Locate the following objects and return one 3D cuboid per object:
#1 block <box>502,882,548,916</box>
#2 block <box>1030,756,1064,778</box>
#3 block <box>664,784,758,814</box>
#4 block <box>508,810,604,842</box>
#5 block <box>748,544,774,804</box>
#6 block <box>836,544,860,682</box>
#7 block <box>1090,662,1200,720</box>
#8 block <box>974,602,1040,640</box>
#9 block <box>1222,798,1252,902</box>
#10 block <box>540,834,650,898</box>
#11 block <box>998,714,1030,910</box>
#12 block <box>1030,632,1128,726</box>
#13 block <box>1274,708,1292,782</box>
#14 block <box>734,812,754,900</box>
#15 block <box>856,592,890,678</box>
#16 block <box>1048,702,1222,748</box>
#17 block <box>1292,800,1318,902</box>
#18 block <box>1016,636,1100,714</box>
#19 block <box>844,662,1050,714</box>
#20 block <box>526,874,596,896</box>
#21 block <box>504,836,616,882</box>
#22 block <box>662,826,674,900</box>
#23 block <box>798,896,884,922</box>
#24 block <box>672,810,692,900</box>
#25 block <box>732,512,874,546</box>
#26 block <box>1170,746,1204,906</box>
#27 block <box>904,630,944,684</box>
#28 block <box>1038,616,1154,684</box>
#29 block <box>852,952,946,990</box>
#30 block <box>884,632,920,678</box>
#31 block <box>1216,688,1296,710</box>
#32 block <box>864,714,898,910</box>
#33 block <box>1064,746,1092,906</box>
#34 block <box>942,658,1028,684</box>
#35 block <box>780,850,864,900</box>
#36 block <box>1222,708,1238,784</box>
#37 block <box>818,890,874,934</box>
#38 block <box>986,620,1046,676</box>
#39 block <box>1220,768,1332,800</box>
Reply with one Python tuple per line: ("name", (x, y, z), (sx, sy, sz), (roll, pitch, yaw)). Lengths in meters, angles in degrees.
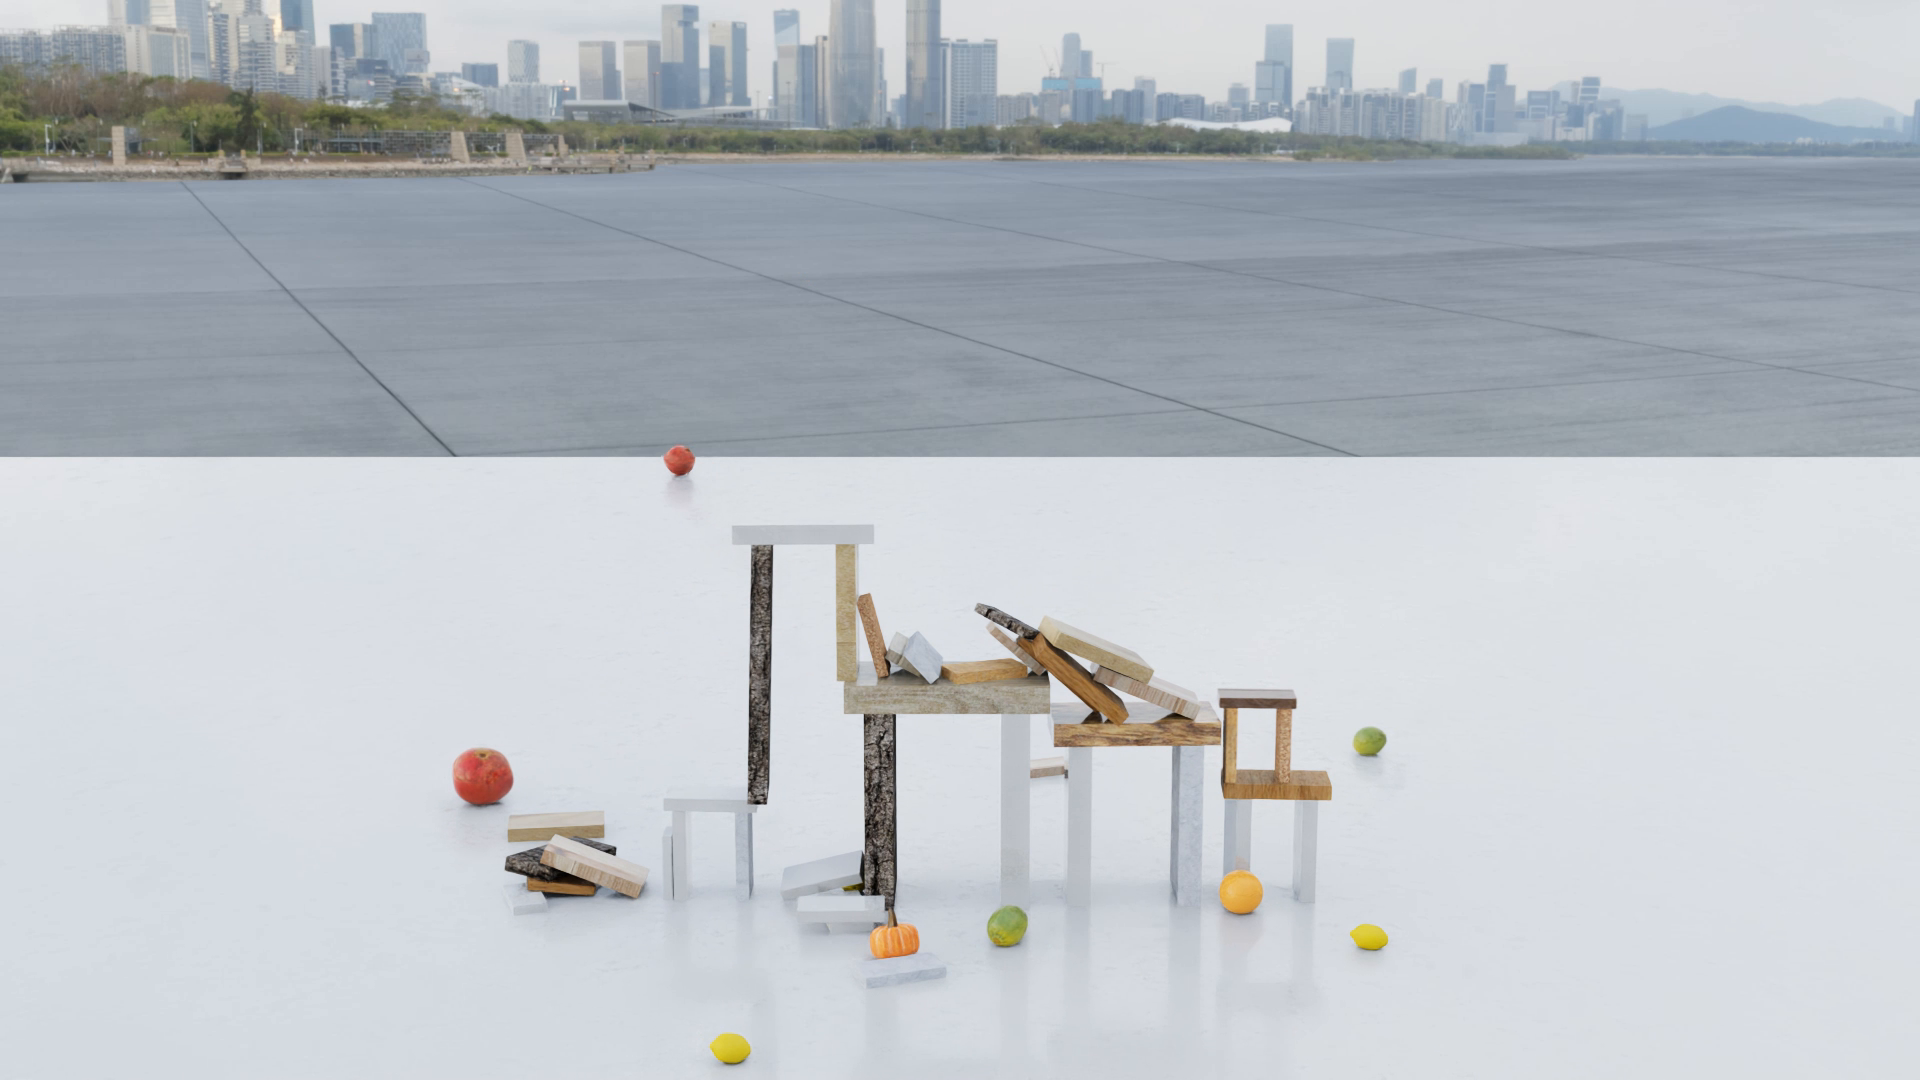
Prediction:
("block", (-0.717, 0.591, 3.623), (0.055, 0.016, 0.110), (-4, 11, -20))
("block", (0.159, 0.452, 4.362), (0.126, 0.018, 0.063), (-4, 11, -22))
("block", (-0.410, 0.428, 3.636), (0.153, 0.022, 0.077), (2, 11, -1))
("block", (-0.731, 0.519, 3.986), (0.171, 0.024, 0.086), (-2, 11, -9))
("block", (-0.326, 0.209, 3.591), (0.032, 0.429, 0.113), (1, 11, -3))
("block", (-0.183, 0.107, 3.581), (0.032, 0.226, 0.113), (0, 11, 0))
("block", (0.303, 0.240, 3.606), (0.179, 0.025, 0.090), (22, 10, -4))
("block", (0.080, 0.135, 3.611), (0.109, 0.015, 0.054), (27, 6, 34))
("block", (0.460, 0.504, 3.654), (0.025, 0.175, 0.088), (-1, 11, -6))
("block", (-0.609, 0.545, 3.678), (0.171, 0.024, 0.085), (21, 9, -2))
("block", (0.090, 0.427, 3.640), (0.047, 0.331, 0.166), (0, 11, 0))
("block", (0.193, 0.224, 3.556), (0.179, 0.025, 0.090), (40, 8, -11))
("block", (0.533, 0.331, 3.625), (0.018, 0.125, 0.063), (0, 11, 1))
("block", (-0.359, 0.514, 3.659), (0.022, 0.153, 0.077), (0, 11, 0))
("block", (-0.140, 0.155, 3.589), (0.018, 0.128, 0.064), (-15, 10, 5))
("block", (0.285, 0.303, 3.622), (0.272, 0.039, 0.136), (0, 11, -2))
("block", (0.573, 0.504, 3.652), (0.025, 0.176, 0.088), (0, 11, 0))
("block", (0.164, 0.218, 3.608), (0.177, 0.015, 0.054), (41, 4, -3))
("block", (-0.021, 0.241, 3.605), (0.331, 0.047, 0.166), (0, 11, 0))
("block", (-0.666, 0.573, 3.667), (0.110, 0.016, 0.055), (7, 7, -14))
("block", (-0.679, 0.543, 3.749), (0.086, 0.024, 0.220), (10, 5, 20))
("block", (-0.483, 0.537, 3.654), (0.016, 0.110, 0.055), (0, 11, 0))
("block", (-0.189, 0.589, 3.511), (0.138, 0.020, 0.069), (0, 11, -1))
("block", (-0.462, 0.514, 3.660), (0.022, 0.153, 0.076), (0, 11, 0))
("block", (-0.251, -0.019, 3.551), (0.226, 0.032, 0.113), (0, 11, -2))
("block", (0.376, 0.455, 3.649), (0.039, 0.272, 0.136), (0, 11, 0))
("block", (-0.059, 0.190, 3.583), (0.018, 0.063, 0.126), (-42, 6, 10))
("block", (0.221, 0.178, 3.574), (0.179, 0.025, 0.090), (23, 9, -20))
("block", (-0.092, 0.648, 3.309), (0.128, 0.018, 0.064), (-4, 11, -21))
("block", (-0.087, 0.188, 3.635), (0.064, 0.018, 0.128), (29, 11, -2))
("block", (0.487, 0.260, 3.612), (0.125, 0.018, 0.063), (1, 11, 3))
("block", (-0.131, 0.427, 3.640), (0.047, 0.331, 0.166), (0, 11, 0))
("block", (0.195, 0.455, 3.649), (0.039, 0.272, 0.136), (0, 11, 0))
("block", (0.040, 0.213, 3.579), (0.126, 0.018, 0.063), (-5, 11, -23))
("block", (-0.227, 0.556, 3.651), (0.138, 0.020, 0.069), (-14, 24, 9))
("block", (0.445, 0.331, 3.623), (0.018, 0.125, 0.063), (0, 11, 2))
("block", (-0.186, 0.601, 3.557), (0.069, 0.020, 0.138), (-2, 11, -13))
("block", (0.090, 0.176, 3.595), (0.109, 0.015, 0.054), (41, 3, -11))
("block", (0.522, 0.405, 3.638), (0.176, 0.025, 0.088), (1, 11, 3))
